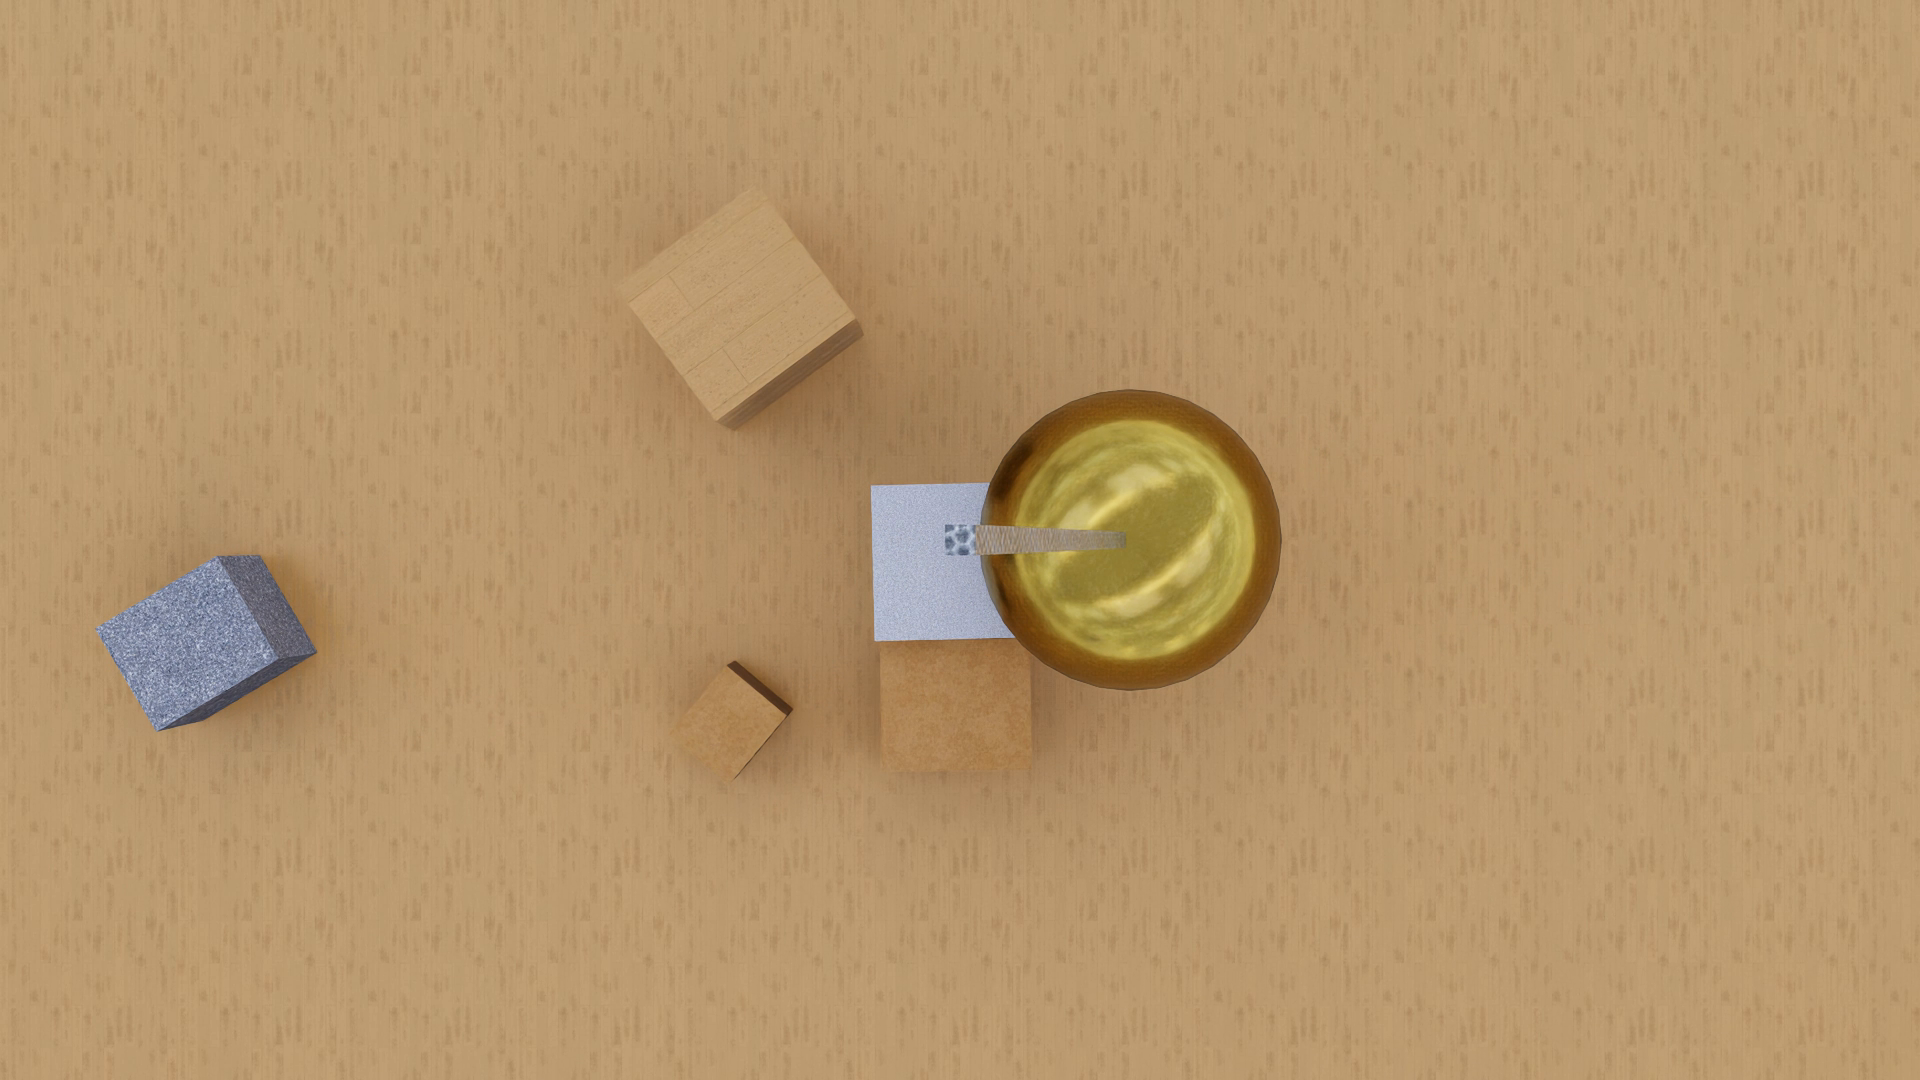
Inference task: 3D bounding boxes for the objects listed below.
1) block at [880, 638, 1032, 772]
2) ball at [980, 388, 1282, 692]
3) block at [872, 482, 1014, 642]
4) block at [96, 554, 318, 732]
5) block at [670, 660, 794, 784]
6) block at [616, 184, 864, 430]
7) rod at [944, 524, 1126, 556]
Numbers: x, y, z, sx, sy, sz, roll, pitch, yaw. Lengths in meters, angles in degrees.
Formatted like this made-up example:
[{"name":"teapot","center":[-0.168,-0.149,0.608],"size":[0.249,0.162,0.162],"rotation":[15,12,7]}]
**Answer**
[{"name":"block","center":[-0.023,0.921,12.645],"size":[0.838,0.710,0.735],"rotation":[-1,90,0]},{"name":"ball","center":[0.897,0.000,11.645],"size":[1.600,1.600,1.600],"rotation":[0,90,0]},{"name":"block","center":[-0.089,0.120,12.591],"size":[0.789,0.819,0.861],"rotation":[-1,90,0]},{"name":"block","center":[-4.307,0.578,12.624],"size":[0.791,0.753,0.670],"rotation":[-31,90,0]},{"name":"block","center":[-1.320,1.051,12.746],"size":[0.449,0.509,0.510],"rotation":[40,90,0]},{"name":"block","center":[-1.220,-1.295,12.487],"size":[0.952,1.027,0.914],"rotation":[-36,90,0]},{"name":"rod","center":[0.389,0.000,8.283],"size":[0.080,5.200,0.080],"rotation":[0,90,9]}]
